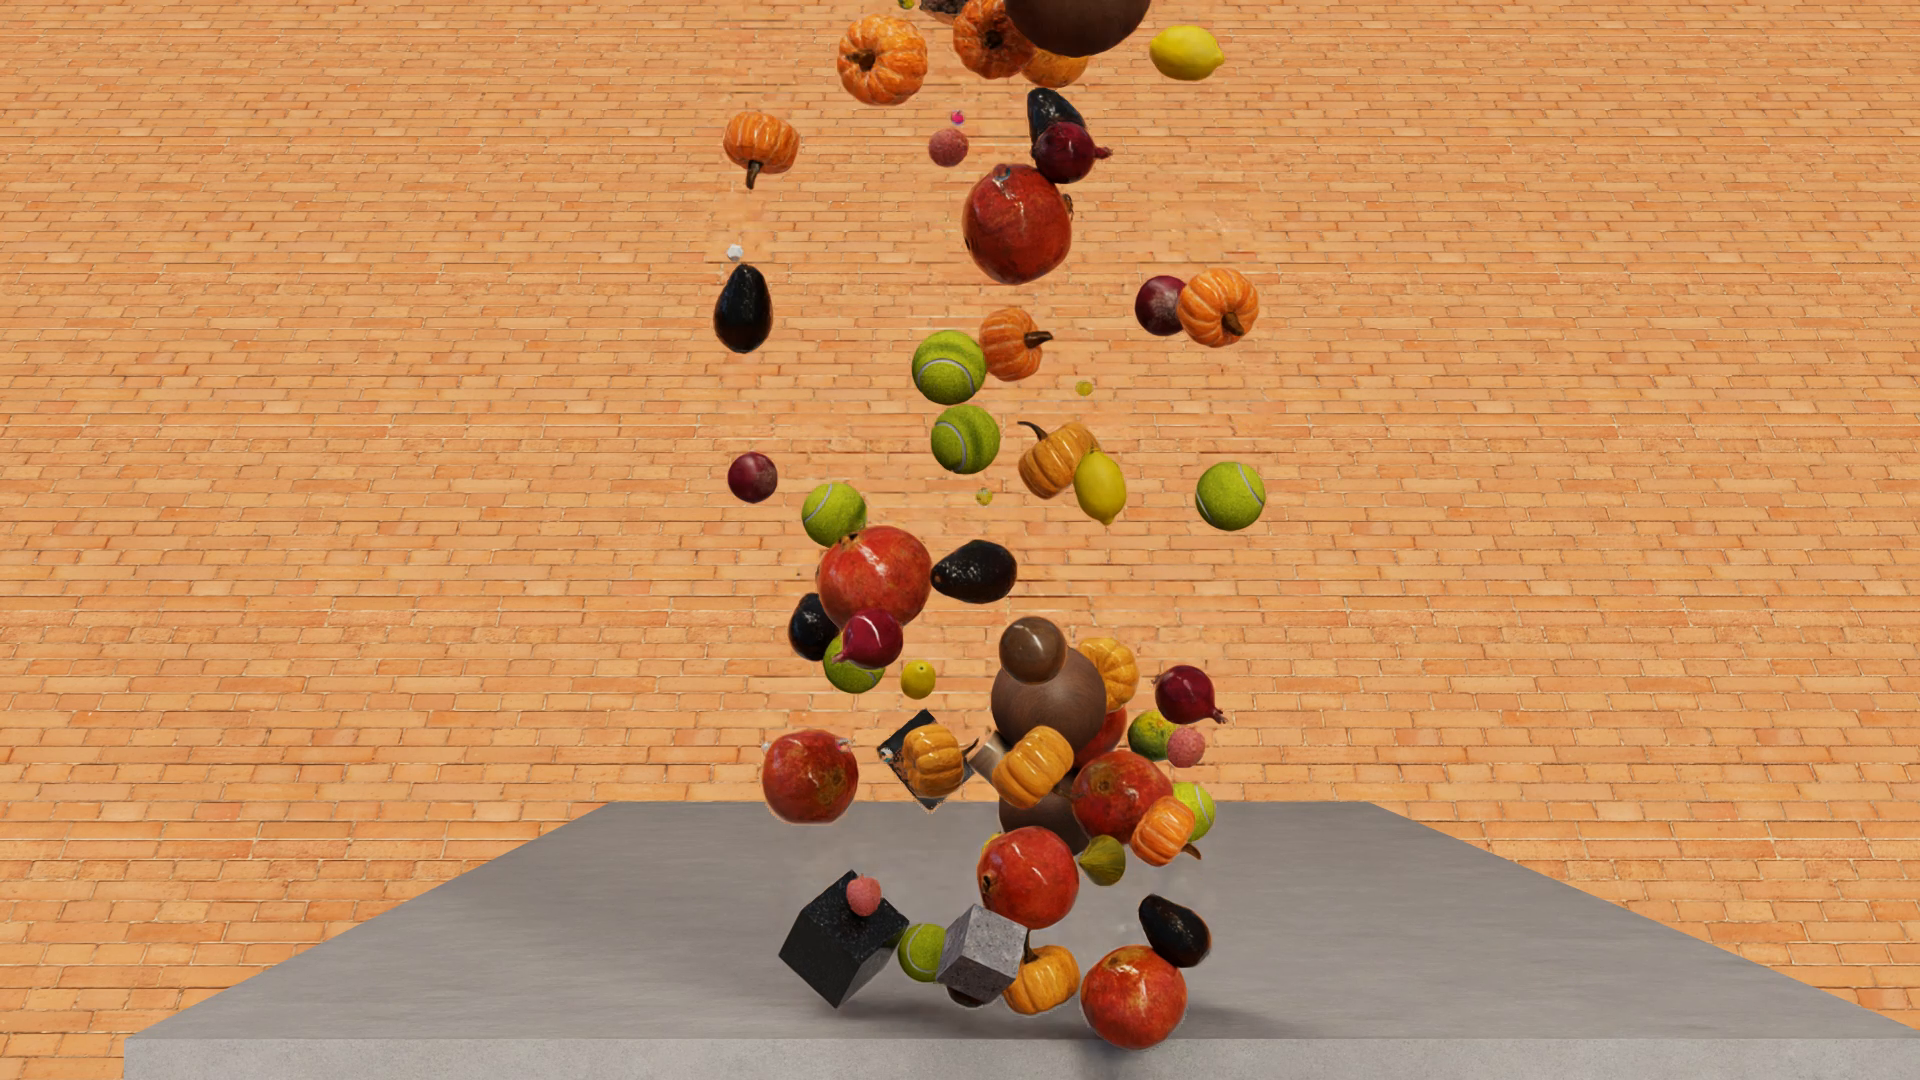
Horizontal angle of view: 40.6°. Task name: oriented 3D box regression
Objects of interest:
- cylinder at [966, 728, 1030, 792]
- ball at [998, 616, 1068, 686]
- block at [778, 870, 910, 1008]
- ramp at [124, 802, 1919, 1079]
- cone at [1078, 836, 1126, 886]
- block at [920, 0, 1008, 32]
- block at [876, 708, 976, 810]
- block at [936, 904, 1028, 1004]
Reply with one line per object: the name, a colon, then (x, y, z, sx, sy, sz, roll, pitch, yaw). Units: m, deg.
cylinder: (0.043, 0.246, 2.901, 0.051, 0.051, 0.051, 41, 43, -2)
ball: (0.073, 0.111, 2.608, 0.070, 0.070, 0.070, 0, 36, 0)
block: (-0.137, 0.469, 3.056, 0.095, 0.095, 0.095, 40, 43, 14)
ramp: (0.078, 0.670, 4.861, 2.000, 0.100, 4.000, 0, -2, 0)
cone: (0.144, 0.354, 2.862, 0.057, 0.057, 0.057, 27, 11, 33)
block: (0.007, -0.547, 2.581, 0.064, 0.064, 0.064, 12, 2, 21)
block: (-0.041, 0.275, 3.254, 0.080, 0.080, 0.080, -40, 66, -2)
block: (0.023, 0.444, 2.786, 0.066, 0.066, 0.066, 26, 48, -12)
